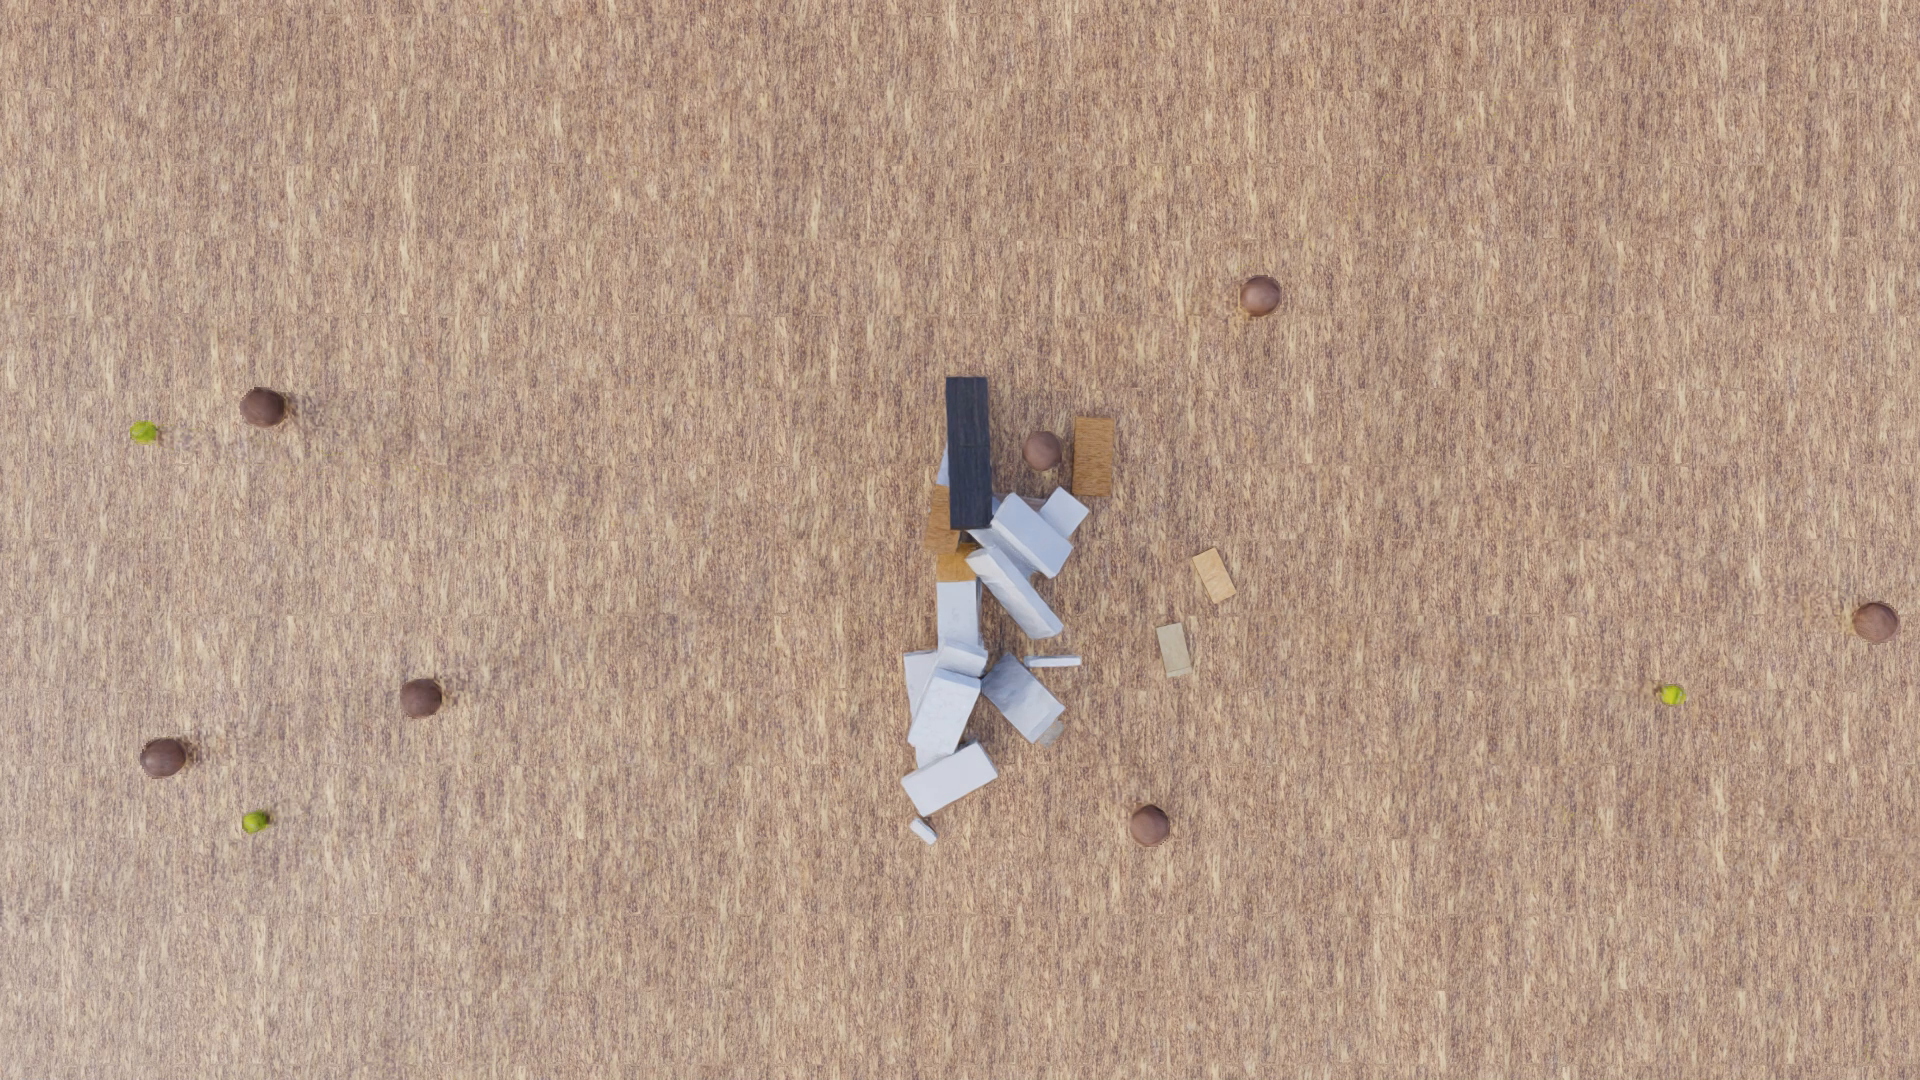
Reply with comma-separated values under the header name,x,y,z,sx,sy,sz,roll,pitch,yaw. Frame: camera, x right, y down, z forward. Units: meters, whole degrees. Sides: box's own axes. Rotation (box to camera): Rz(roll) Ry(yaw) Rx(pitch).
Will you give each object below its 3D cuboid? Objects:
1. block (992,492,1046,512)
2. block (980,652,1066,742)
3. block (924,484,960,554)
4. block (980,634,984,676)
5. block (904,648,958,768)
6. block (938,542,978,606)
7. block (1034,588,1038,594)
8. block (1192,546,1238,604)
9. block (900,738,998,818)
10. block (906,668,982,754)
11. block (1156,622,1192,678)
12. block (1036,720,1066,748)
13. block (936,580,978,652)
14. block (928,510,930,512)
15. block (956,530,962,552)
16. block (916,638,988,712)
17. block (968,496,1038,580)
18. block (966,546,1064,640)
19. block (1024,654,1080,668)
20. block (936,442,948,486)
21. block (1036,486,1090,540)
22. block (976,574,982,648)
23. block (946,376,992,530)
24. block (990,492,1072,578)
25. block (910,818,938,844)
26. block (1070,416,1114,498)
name,x,y,z,sx,sy,sz,roll,pitch,yaw
block,0.229,-0.076,5.482,0.258,0.037,0.129,8,90,0
block,0.196,0.509,5.371,0.156,0.311,0.044,-46,133,0
block,-0.047,-0.067,5.396,0.108,0.030,0.215,11,93,-2
block,0.043,0.381,5.458,0.072,0.020,0.143,-3,111,1
block,-0.089,0.564,5.429,0.143,0.041,0.413,-7,104,0
block,-0.009,0.134,5.430,0.127,0.036,0.254,-2,67,3
block,0.255,0.207,5.475,0.014,0.048,0.095,-22,90,-22
block,0.845,0.118,5.488,0.085,0.024,0.170,-26,90,0
block,-0.035,0.784,5.445,0.286,0.041,0.143,-29,105,6
block,-0.053,0.554,5.318,0.156,0.044,0.311,16,128,-7
block,0.711,0.366,5.488,0.085,0.024,0.170,-13,90,0
block,0.304,0.644,5.493,0.048,0.014,0.095,41,90,0
block,-0.008,0.262,5.337,0.127,0.036,0.254,-3,73,3
block,-0.046,-0.122,5.486,0.058,0.016,0.115,40,85,-1
block,-0.026,-0.020,5.468,0.058,0.016,0.115,11,69,8
block,-0.028,0.455,5.309,0.143,0.041,0.286,18,122,-10
block,0.152,0.001,5.390,0.136,0.039,0.273,-44,94,-11
block,0.177,0.172,5.381,0.356,0.156,0.044,50,63,-14
block,0.301,0.397,5.409,0.170,0.085,0.024,-2,93,-9
block,-0.009,-0.240,5.451,0.108,0.030,0.215,15,75,-2
block,0.296,-0.037,5.442,0.129,0.037,0.258,39,94,-2
block,0.005,0.226,5.430,0.127,0.036,0.254,2,67,3
block,0.029,-0.286,5.395,0.136,0.039,0.518,-1,72,-3
block,0.233,-0.015,5.348,0.273,0.039,0.136,42,51,-12
block,-0.120,0.967,5.479,0.095,0.014,0.048,41,132,0
block,0.441,-0.276,5.482,0.129,0.037,0.258,3,90,0
